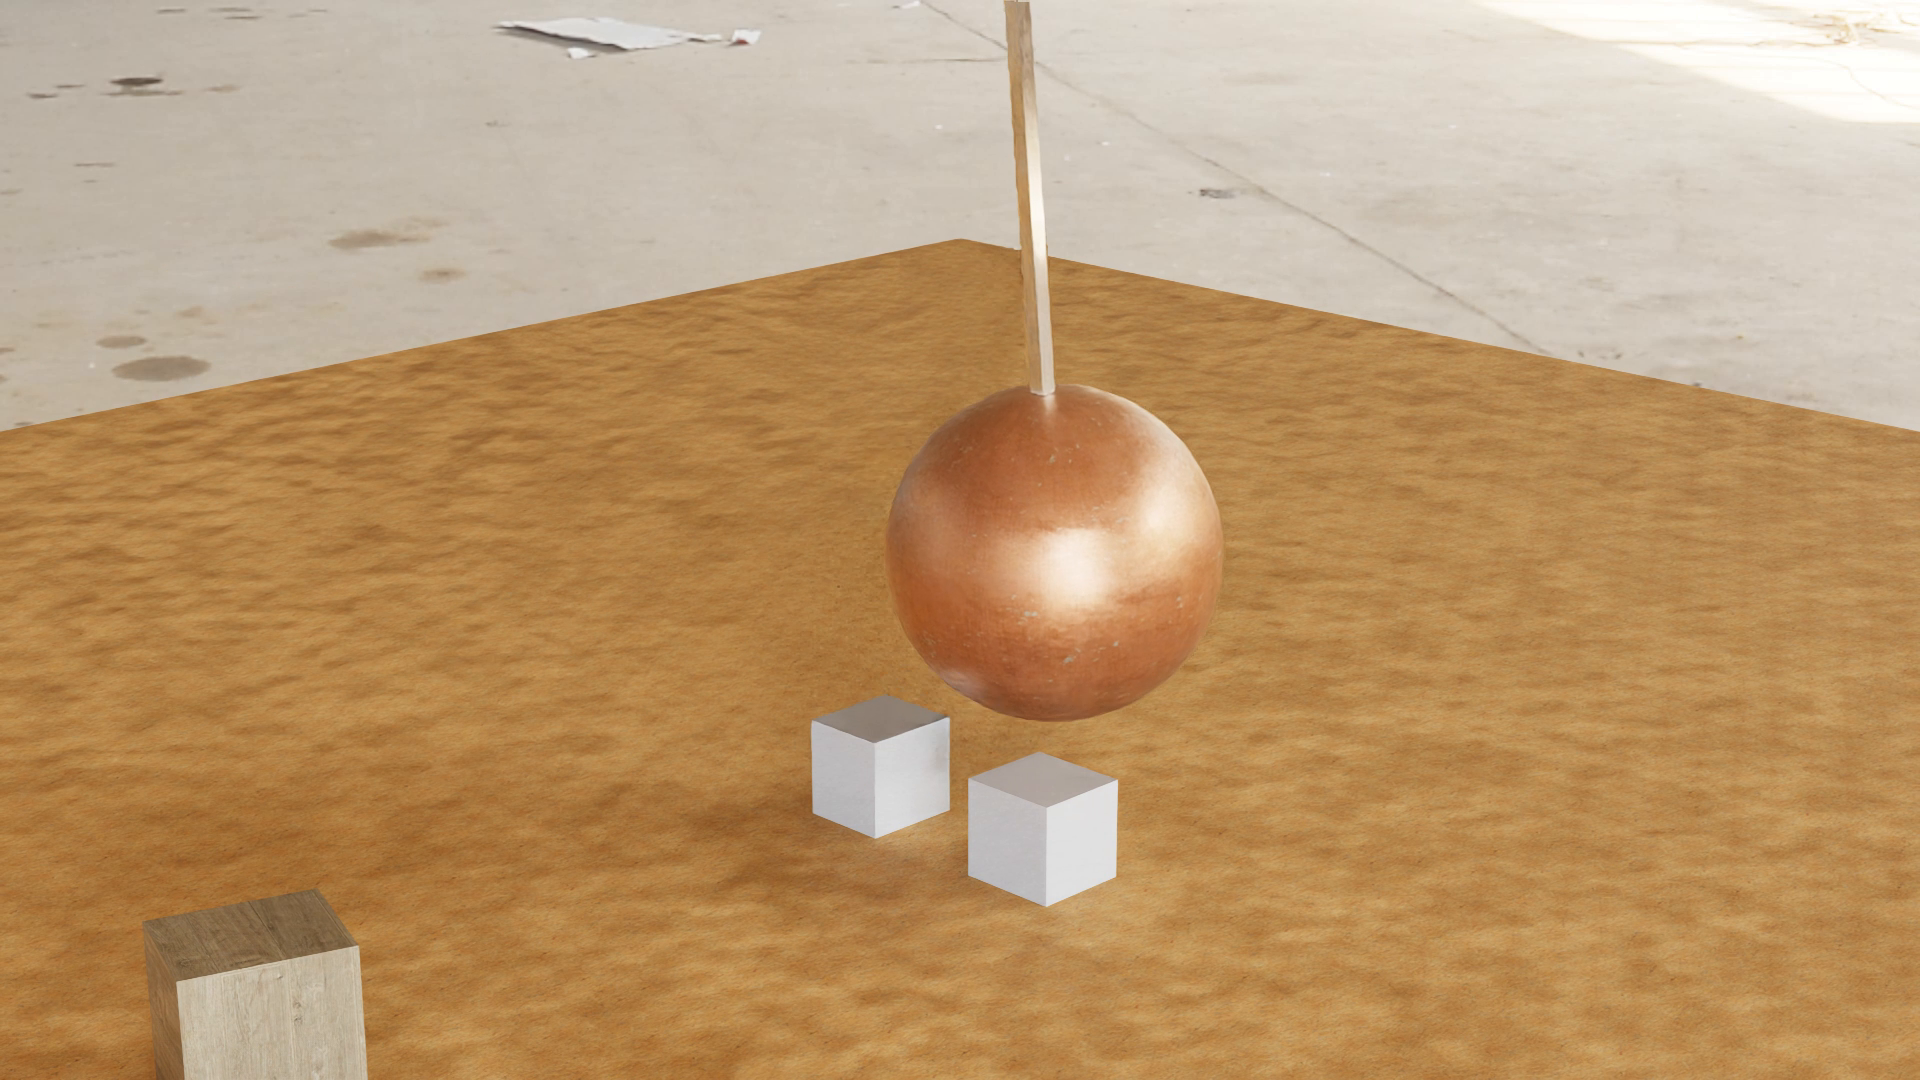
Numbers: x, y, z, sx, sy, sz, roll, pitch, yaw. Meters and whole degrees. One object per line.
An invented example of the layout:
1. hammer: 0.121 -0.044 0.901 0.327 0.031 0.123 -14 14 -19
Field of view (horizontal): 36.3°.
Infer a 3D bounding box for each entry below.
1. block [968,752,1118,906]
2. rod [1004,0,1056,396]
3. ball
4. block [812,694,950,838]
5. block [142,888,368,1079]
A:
1. block: 0.376 1.312 13.372 0.468 0.478 0.491 -17 24 -42
2. rod: 0.191 -3.093 12.570 0.080 5.200 0.080 17 30 42
3. ball: 0.442 0.058 13.823 1.600 1.600 1.600 0 17 0
4. block: -0.380 1.083 14.097 0.494 0.481 0.440 -17 24 -42
5. block: -2.713 1.841 11.303 0.686 0.710 0.588 -9 19 -26
